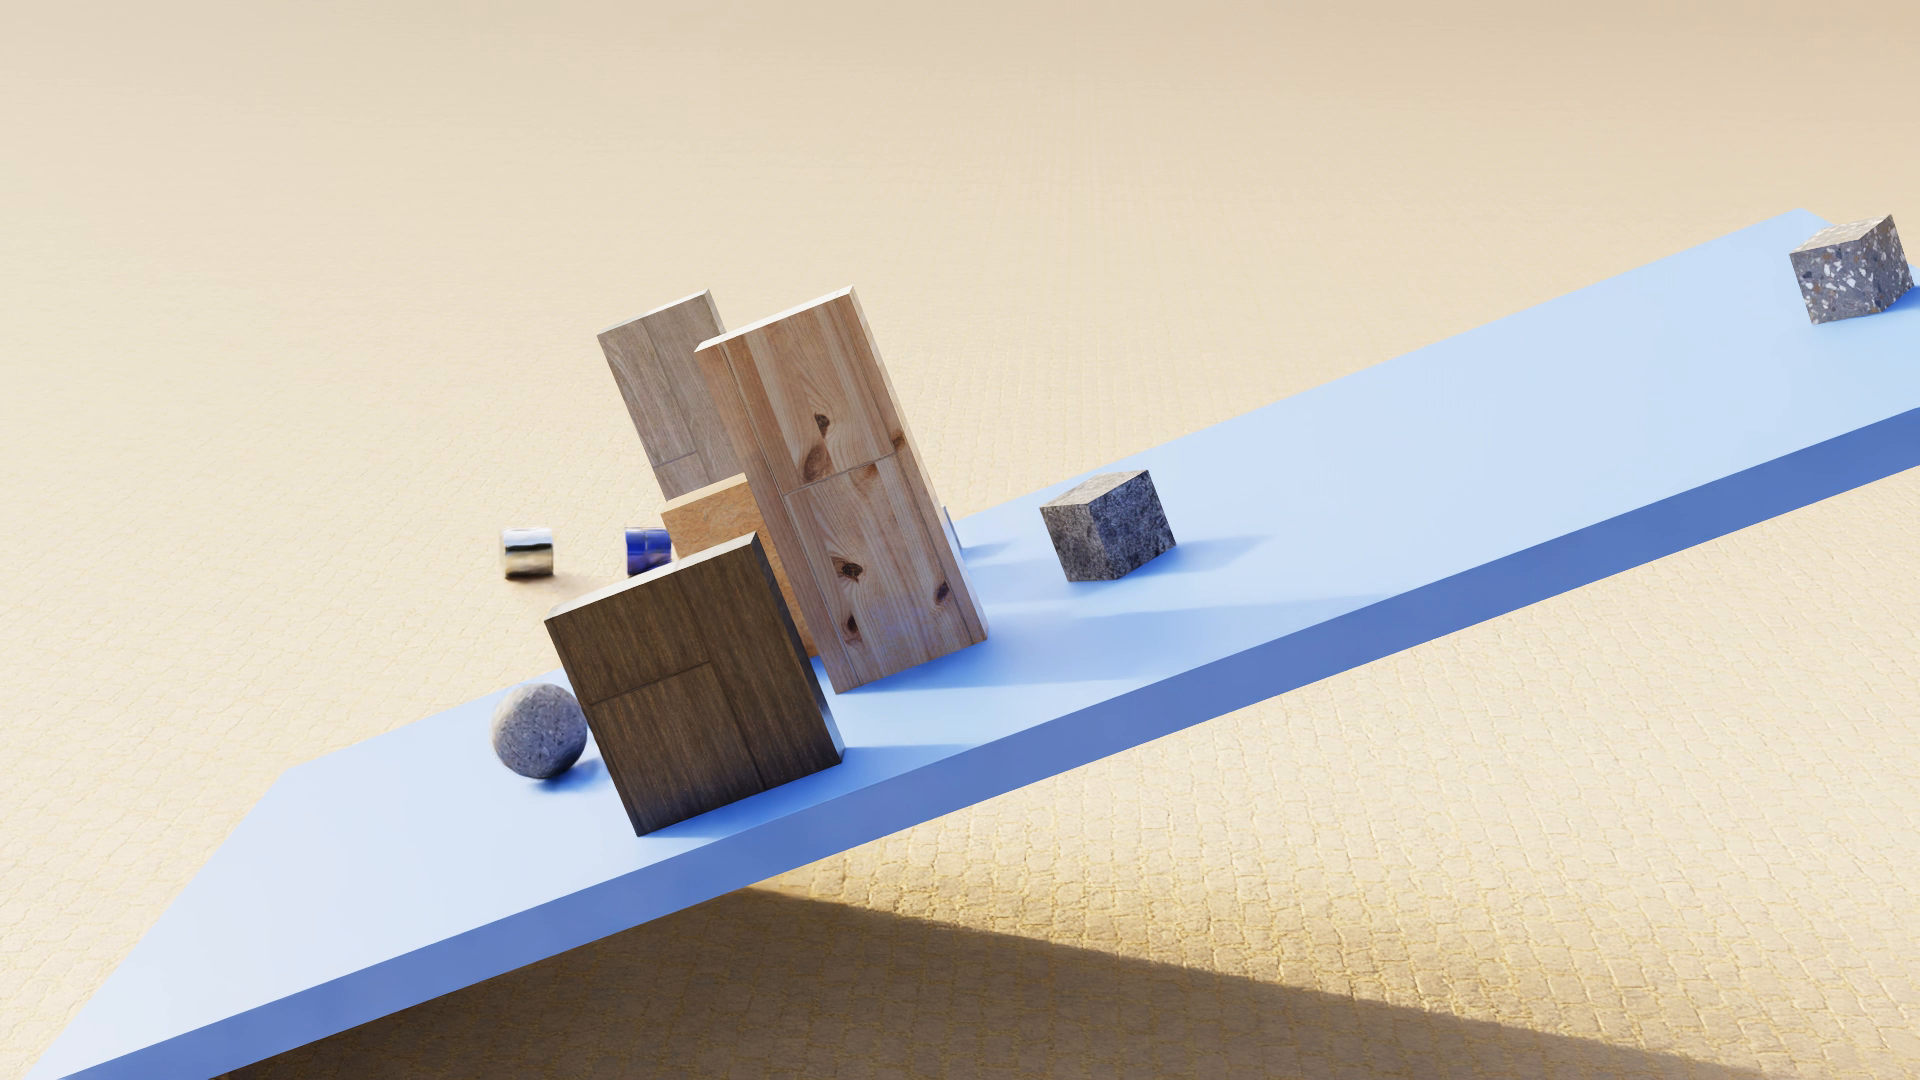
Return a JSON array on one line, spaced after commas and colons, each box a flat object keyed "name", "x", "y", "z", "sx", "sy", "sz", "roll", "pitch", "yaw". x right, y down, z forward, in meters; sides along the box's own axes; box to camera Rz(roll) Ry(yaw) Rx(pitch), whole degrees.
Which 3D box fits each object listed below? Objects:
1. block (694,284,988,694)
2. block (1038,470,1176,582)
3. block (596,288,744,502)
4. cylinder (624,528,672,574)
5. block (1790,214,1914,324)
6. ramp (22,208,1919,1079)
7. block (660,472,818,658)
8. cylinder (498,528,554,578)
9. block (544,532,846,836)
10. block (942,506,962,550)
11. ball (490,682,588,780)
[{"name": "block", "x": -0.237, "y": -0.100, "z": 6.027, "sx": 0.335, "sy": 0.767, "sz": 0.114, "roll": -20, "pitch": 12, "yaw": 7}, {"name": "block", "x": 0.311, "y": -0.029, "z": 6.191, "sx": 0.174, "sy": 0.174, "sz": 0.174, "roll": -29, "pitch": 14, "yaw": -31}, {"name": "block", "x": -0.590, "y": -0.192, "z": 7.059, "sx": 0.277, "sy": 0.771, "sz": 0.090, "roll": -20, "pitch": 12, "yaw": 7}, {"name": "cylinder", "x": -1.047, "y": 0.038, "z": 9.862, "sx": 0.149, "sy": 0.149, "sz": 0.149, "roll": -3, "pitch": 14, "yaw": -10}, {"name": "block", "x": 1.787, "y": -0.542, "z": 5.895, "sx": 0.154, "sy": 0.154, "sz": 0.154, "roll": -9, "pitch": 17, "yaw": 46}, {"name": "ramp", "x": 0.121, "y": 0.175, "z": 6.293, "sx": 4.000, "sy": 0.100, "sz": 2.000, "roll": -20, "pitch": 12, "yaw": 7}, {"name": "block", "x": -0.440, "y": 0.068, "z": 6.496, "sx": 0.290, "sy": 0.418, "sz": 0.128, "roll": -20, "pitch": 12, "yaw": 7}, {"name": "cylinder", "x": -1.448, "y": 0.042, "z": 9.823, "sx": 0.160, "sy": 0.160, "sz": 0.160, "roll": -4, "pitch": 14, "yaw": -17}, {"name": "block", "x": -0.500, "y": 0.275, "z": 5.582, "sx": 0.421, "sy": 0.457, "sz": 0.101, "roll": -20, "pitch": 12, "yaw": 7}, {"name": "block", "x": -0.086, "y": -0.002, "z": 6.933, "sx": 0.110, "sy": 0.110, "sz": 0.110, "roll": -13, "pitch": 15, "yaw": 36}, {"name": "ball", "x": -0.903, "y": 0.410, "z": 6.315, "sx": 0.207, "sy": 0.207, "sz": 0.207, "roll": 0, "pitch": 13, "yaw": 0}]
